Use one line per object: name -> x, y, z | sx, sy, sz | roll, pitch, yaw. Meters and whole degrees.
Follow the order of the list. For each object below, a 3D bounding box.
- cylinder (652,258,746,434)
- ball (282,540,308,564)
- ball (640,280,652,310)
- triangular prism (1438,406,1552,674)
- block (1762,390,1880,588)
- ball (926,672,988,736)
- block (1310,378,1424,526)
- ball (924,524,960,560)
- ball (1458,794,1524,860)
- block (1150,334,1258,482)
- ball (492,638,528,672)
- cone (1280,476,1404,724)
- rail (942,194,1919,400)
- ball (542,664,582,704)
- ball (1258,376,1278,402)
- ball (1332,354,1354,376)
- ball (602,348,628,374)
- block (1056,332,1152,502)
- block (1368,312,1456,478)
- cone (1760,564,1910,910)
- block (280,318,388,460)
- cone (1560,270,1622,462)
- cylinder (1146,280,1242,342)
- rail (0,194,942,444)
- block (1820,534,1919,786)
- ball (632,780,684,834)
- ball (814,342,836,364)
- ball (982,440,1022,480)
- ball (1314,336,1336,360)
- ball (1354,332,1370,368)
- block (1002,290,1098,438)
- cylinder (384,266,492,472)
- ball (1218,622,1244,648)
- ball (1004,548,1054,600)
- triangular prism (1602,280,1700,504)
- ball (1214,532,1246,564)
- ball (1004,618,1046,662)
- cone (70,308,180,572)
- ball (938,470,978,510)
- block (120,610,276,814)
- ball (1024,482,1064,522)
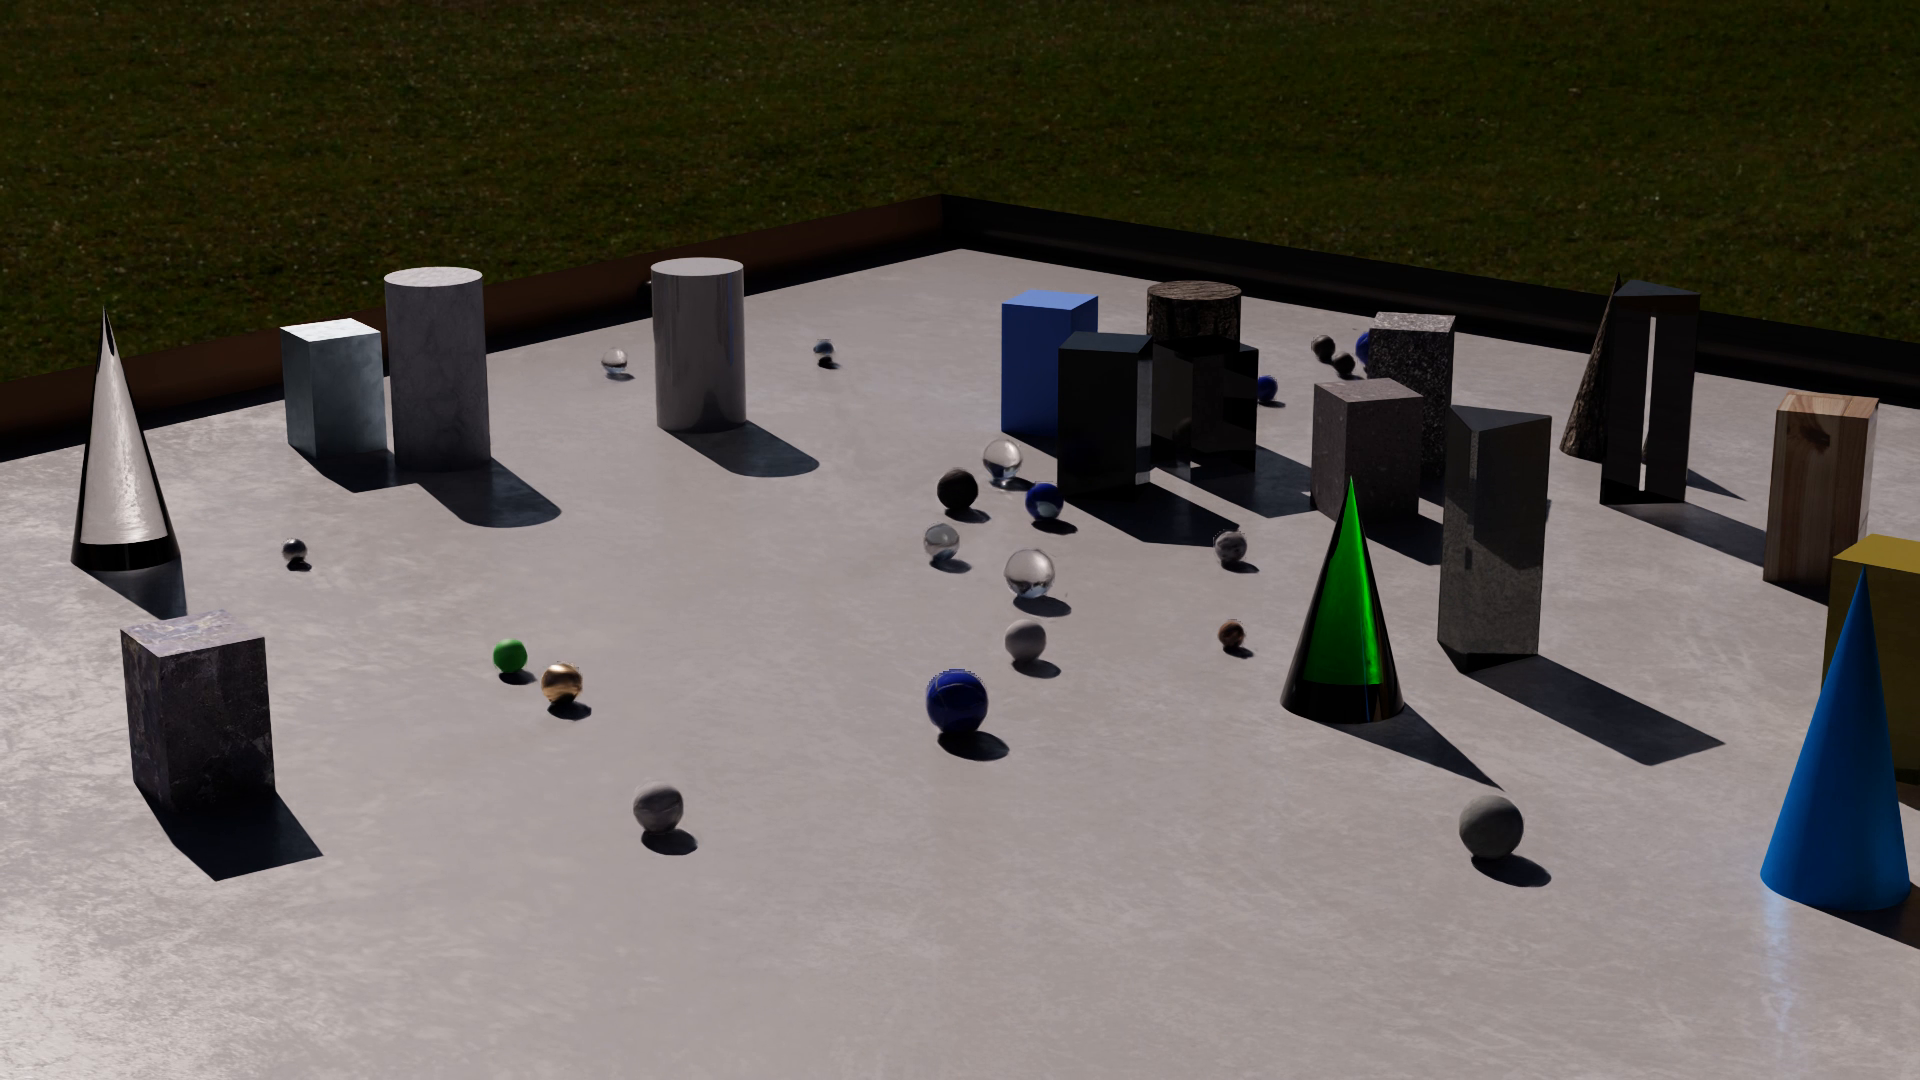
cylinder -> -0.555, -0.415, 6.236 | 0.194, 0.339, 0.194 | 0, 17, 0
ball -> -1.203, 0.021, 5.302 | 0.044, 0.044, 0.044 | 0, 17, 0
ball -> -0.765, -0.615, 7.353 | 0.077, 0.077, 0.077 | 0, 17, 0
triangular prism -> 0.840, -0.009, 4.779 | 0.168, 0.404, 0.146 | -11, 20, -32
block -> 1.527, -0.090, 5.203 | 0.156, 0.313, 0.156 | 7, 18, 22
ball -> -0.005, 0.249, 4.456 | 0.097, 0.097, 0.097 | 0, 17, 0
block -> 0.774, -0.169, 5.587 | 0.156, 0.242, 0.156 | -5, 17, -16
ball -> -0.033, 0.004, 5.317 | 0.067, 0.067, 0.067 | 0, 17, 0
ball -> 0.724, 0.391, 3.999 | 0.088, 0.088, 0.088 | 0, 17, 0
block -> 0.488, -0.267, 5.894 | 0.156, 0.253, 0.156 | -9, 19, -27
ball -> -0.726, 0.187, 4.733 | 0.055, 0.055, 0.055 | 0, 17, 0
cone -> 0.600, 0.078, 4.549 | 0.194, 0.369, 0.194 | 0, 17, 0
rail -> 1.578, -0.493, 6.860 | 4.359, 0.126, 0.045 | 14, 22, 39
ball -> -0.623, 0.226, 4.589 | 0.064, 0.064, 0.064 | 0, 17, 0
ball -> 0.670, -0.332, 6.453 | 0.054, 0.054, 0.054 | 0, 17, 0
ball -> 0.876, -0.402, 6.692 | 0.050, 0.050, 0.050 | 0, 17, 0
ball -> -0.788, -0.409, 6.698 | 0.060, 0.060, 0.060 | 0, 17, 0
block -> 0.284, -0.242, 5.734 | 0.156, 0.298, 0.156 | 4, 17, 14
block -> 0.904, -0.292, 5.898 | 0.156, 0.299, 0.156 | 4, 17, 13
cone -> 1.173, 0.243, 3.867 | 0.194, 0.447, 0.194 | 0, 17, 0
block -> -1.294, -0.314, 6.059 | 0.156, 0.247, 0.156 | -11, 20, -32
cone -> 1.338, -0.367, 6.010 | 0.194, 0.378, 0.194 | 0, 17, 0
cylinder -> 0.485, -0.365, 6.110 | 0.194, 0.316, 0.194 | 0, 17, 0
rail -> -1.628, -0.377, 6.473 | 0.045, 0.126, 4.862 | 14, 22, 39
block -> 1.377, 0.174, 4.321 | 0.156, 0.318, 0.156 | 12, 21, 35
ball -> -0.421, 0.372, 4.088 | 0.073, 0.073, 0.073 | 0, 17, 0
ball -> -0.315, -0.436, 6.805 | 0.051, 0.051, 0.051 | 0, 17, 0
ball -> 0.084, -0.161, 5.841 | 0.080, 0.080, 0.080 | 0, 17, 0
ball -> 0.850, -0.448, 6.843 | 0.053, 0.053, 0.053 | 0, 17, 0
ball -> 0.953, -0.439, 6.753 | 0.086, 0.086, 0.086 | 0, 17, 0
block -> 0.190, -0.374, 6.207 | 0.156, 0.277, 0.156 | 7, 18, 23
cylinder -> -1.056, -0.346, 5.933 | 0.194, 0.381, 0.194 | 0, 17, 0
ball -> 0.449, 0.157, 4.849 | 0.044, 0.044, 0.044 | 0, 17, 0
ball -> 0.120, 0.059, 5.098 | 0.088, 0.088, 0.088 | 0, 17, 0
triangular prism -> 1.316, -0.289, 5.693 | 0.168, 0.412, 0.146 | -2, 17, -6
ball -> 0.490, 0.013, 5.304 | 0.058, 0.058, 0.058 | 0, 17, 0
ball -> 0.106, 0.164, 4.781 | 0.071, 0.071, 0.071 | 0, 17, 0
cone -> -1.524, -0.197, 5.286 | 0.194, 0.469, 0.194 | 0, 17, 0
ball -> -0.005, -0.096, 5.630 | 0.078, 0.078, 0.078 | 0, 17, 0
block -> -1.099, 0.245, 4.228 | 0.156, 0.235, 0.156 | -11, 20, -33
ball -> 0.160, -0.072, 5.556 | 0.074, 0.074, 0.074 | 0, 17, 0
